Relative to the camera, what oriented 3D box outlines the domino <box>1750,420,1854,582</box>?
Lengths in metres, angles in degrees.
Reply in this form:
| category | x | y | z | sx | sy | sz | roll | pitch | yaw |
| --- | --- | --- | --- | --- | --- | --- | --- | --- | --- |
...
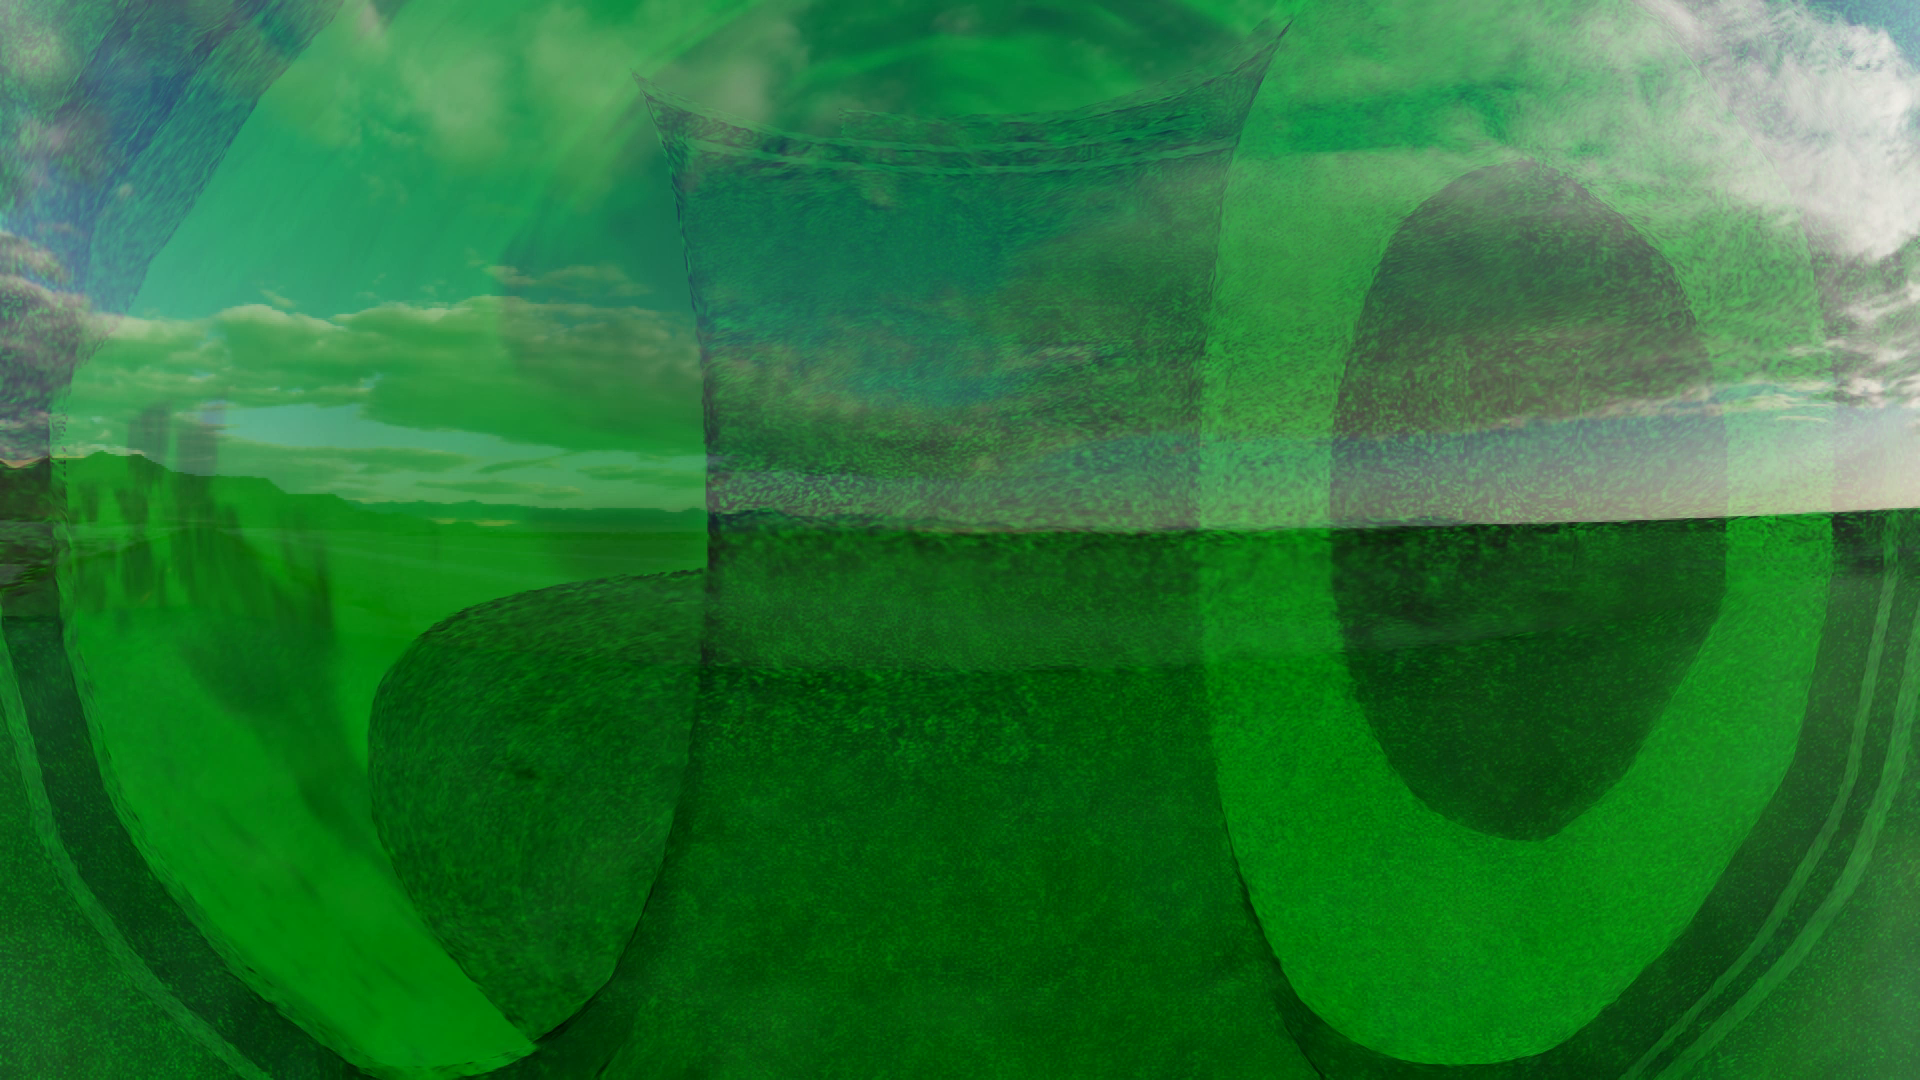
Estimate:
| category | x | y | z | sx | sy | sz | roll | pitch | yaw |
| --- | --- | --- | --- | --- | --- | --- | --- | --- | --- |
| domino | 0.267 | -0.013 | 0.407 | 0.025 | 0.050 | 0.010 | 3 | 5 | 38 |

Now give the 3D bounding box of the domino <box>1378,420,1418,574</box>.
| category | x | y | z | sx | sy | sz | roll | pitch | yaw |
| --- | --- | --- | --- | --- | --- | --- | --- | --- | --- |
| domino | 0.146 | -0.015 | 0.429 | 0.009 | 0.050 | 0.025 | 1 | 4 | 15 |

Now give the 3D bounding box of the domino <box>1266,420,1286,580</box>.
| category | x | y | z | sx | sy | sz | roll | pitch | yaw |
| --- | --- | --- | --- | --- | --- | --- | --- | --- | --- |
| domino | 0.090 | -0.013 | 0.412 | 0.025 | 0.050 | 0.010 | 2 | 5 | 24 |

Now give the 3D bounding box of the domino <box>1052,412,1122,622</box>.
| category | x | y | z | sx | sy | sz | roll | pitch | yaw |
| --- | --- | --- | --- | --- | --- | --- | --- | --- | --- |
| domino | 0.026 | -0.006 | 0.308 | 0.025 | 0.050 | 0.010 | 0 | 4 | 1 |

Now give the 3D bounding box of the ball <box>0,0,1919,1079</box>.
| category | x | y | z | sx | sy | sz | roll | pitch | yaw |
| --- | --- | --- | --- | --- | --- | --- | --- | --- | --- |
| ball | 0.000 | -0.002 | 0.056 | 0.080 | 0.080 | 0.080 | 0 | 4 | 0 |

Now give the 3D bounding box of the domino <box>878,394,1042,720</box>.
| category | x | y | z | sx | sy | sz | roll | pitch | yaw |
| --- | --- | --- | --- | --- | --- | --- | --- | --- | --- |
| domino | 0.000 | 0.002 | 0.201 | 0.025 | 0.050 | 0.010 | 0 | 4 | 0 |

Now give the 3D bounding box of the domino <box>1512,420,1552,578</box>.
| category | x | y | z | sx | sy | sz | roll | pitch | yaw |
| --- | --- | --- | --- | --- | --- | --- | --- | --- | --- |
| domino | 0.186 | -0.014 | 0.417 | 0.010 | 0.050 | 0.025 | 2 | 5 | 21 |

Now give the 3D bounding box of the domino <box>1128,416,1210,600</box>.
| category | x | y | z | sx | sy | sz | roll | pitch | yaw |
| --- | --- | --- | --- | --- | --- | --- | --- | --- | --- |
| domino | 0.059 | -0.010 | 0.361 | 0.009 | 0.050 | 0.025 | -2 | 5 | -26 |

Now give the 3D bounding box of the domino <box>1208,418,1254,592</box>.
| category | x | y | z | sx | sy | sz | roll | pitch | yaw |
| --- | --- | --- | --- | --- | --- | --- | --- | --- | --- |
| domino | 0.072 | -0.011 | 0.375 | 0.025 | 0.050 | 0.010 | 2 | 5 | 29 |

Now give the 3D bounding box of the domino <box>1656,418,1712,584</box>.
| category | x | y | z | sx | sy | sz | roll | pitch | yaw |
| --- | --- | --- | --- | --- | --- | --- | --- | --- | --- |
| domino | 0.225 | -0.012 | 0.400 | 0.009 | 0.050 | 0.025 | 2 | 5 | 20 |

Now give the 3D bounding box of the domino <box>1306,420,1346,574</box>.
| category | x | y | z | sx | sy | sz | roll | pitch | yaw |
| --- | --- | --- | --- | --- | --- | --- | --- | --- | --- |
| domino | 0.122 | -0.015 | 0.433 | 0.009 | 0.050 | 0.025 | 0 | 4 | 5 |

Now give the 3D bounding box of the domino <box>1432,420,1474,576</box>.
| category | x | y | z | sx | sy | sz | roll | pitch | yaw |
| --- | --- | --- | --- | --- | --- | --- | --- | --- | --- |
| domino | 0.162 | -0.014 | 0.424 | 0.009 | 0.050 | 0.025 | 1 | 4 | 16 |

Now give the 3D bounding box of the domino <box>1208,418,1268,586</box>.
| category | x | y | z | sx | sy | sz | roll | pitch | yaw |
| --- | --- | --- | --- | --- | --- | --- | --- | --- | --- |
| domino | 0.080 | -0.012 | 0.393 | 0.025 | 0.050 | 0.010 | 2 | 5 | 26 |

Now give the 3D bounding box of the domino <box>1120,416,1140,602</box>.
| category | x | y | z | sx | sy | sz | roll | pitch | yaw |
| --- | --- | --- | --- | --- | --- | --- | --- | --- | --- |
| domino | 0.038 | -0.009 | 0.354 | 0.010 | 0.050 | 0.025 | -2 | 5 | -30 |

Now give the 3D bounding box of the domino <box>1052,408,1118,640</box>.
| category | x | y | z | sx | sy | sz | roll | pitch | yaw |
| --- | --- | --- | --- | --- | --- | --- | --- | --- | --- |
| domino | 0.022 | -0.004 | 0.287 | 0.025 | 0.050 | 0.010 | 2 | 5 | 29 |

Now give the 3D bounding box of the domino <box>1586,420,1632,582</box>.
| category | x | y | z | sx | sy | sz | roll | pitch | yaw |
| --- | --- | --- | --- | --- | --- | --- | --- | --- | --- |
| domino | 0.206 | -0.013 | 0.408 | 0.010 | 0.050 | 0.025 | 2 | 5 | 23 |

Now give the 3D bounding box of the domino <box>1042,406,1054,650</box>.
| category | x | y | z | sx | sy | sz | roll | pitch | yaw |
| --- | --- | --- | --- | --- | --- | --- | --- | --- | --- |
| domino | 0.007 | -0.003 | 0.270 | 0.025 | 0.050 | 0.010 | 4 | 6 | 40 |

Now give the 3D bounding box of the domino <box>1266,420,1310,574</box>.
| category | x | y | z | sx | sy | sz | roll | pitch | yaw |
| --- | --- | --- | --- | --- | --- | --- | --- | --- | --- |
| domino | 0.105 | -0.015 | 0.431 | 0.010 | 0.050 | 0.025 | -2 | 5 | -27 |

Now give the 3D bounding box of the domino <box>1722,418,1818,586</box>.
| category | x | y | z | sx | sy | sz | roll | pitch | yaw |
| --- | --- | --- | --- | --- | --- | --- | --- | --- | --- |
| domino | 0.249 | -0.012 | 0.395 | 0.010 | 0.050 | 0.025 | 0 | 4 | -7 |
